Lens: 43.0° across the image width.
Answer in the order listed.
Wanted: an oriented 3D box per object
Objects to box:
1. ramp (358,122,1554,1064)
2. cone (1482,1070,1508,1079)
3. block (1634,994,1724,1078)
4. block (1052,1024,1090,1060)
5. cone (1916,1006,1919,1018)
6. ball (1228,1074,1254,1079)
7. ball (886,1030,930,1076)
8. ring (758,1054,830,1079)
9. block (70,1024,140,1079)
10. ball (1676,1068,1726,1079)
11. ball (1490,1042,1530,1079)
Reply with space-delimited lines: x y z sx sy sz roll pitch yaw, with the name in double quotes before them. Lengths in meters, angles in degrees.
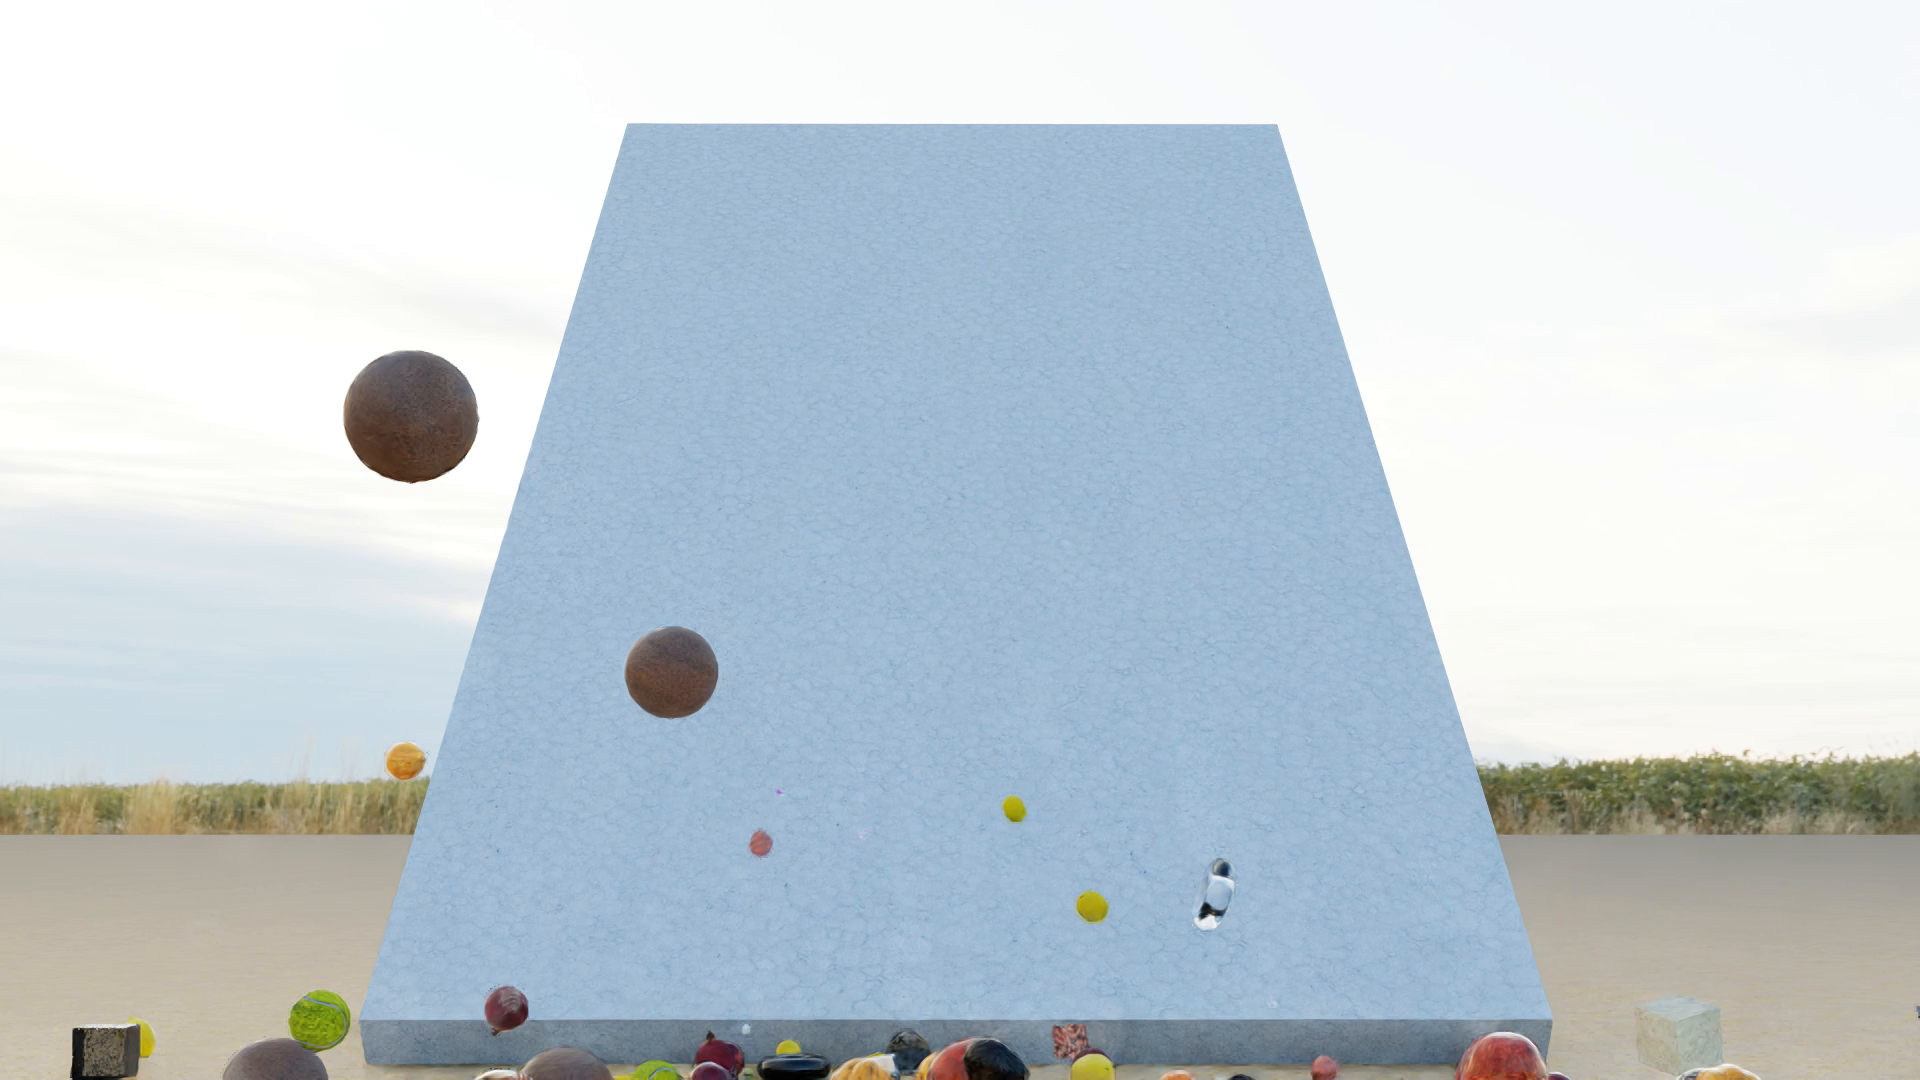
"ramp" -0.014 -0.197 5.811 2.000 0.100 4.000 0 31 0
"cone" 0.713 0.717 3.228 0.056 0.056 0.056 0 -47 4
"block" 1.066 0.734 3.612 0.086 0.086 0.086 -10 9 -26
"block" 0.173 0.781 3.795 0.050 0.050 0.050 -8 -13 4
"cone" 1.617 0.805 4.036 0.099 0.099 0.099 5 32 -35
"ball" 0.392 0.773 3.393 0.055 0.055 0.055 0 -7 0
"ball" -0.084 0.828 3.936 0.072 0.072 0.072 0 -7 0
"ring" -0.262 0.835 3.852 0.117 0.039 0.117 -1 -7 0
"block" -1.374 0.822 3.920 0.080 0.080 0.080 0 -7 1
"ball" 0.976 0.737 3.205 0.082 0.082 0.082 0 -7 0
"ball" 0.875 0.827 3.874 0.060 0.060 0.060 0 -7 0
